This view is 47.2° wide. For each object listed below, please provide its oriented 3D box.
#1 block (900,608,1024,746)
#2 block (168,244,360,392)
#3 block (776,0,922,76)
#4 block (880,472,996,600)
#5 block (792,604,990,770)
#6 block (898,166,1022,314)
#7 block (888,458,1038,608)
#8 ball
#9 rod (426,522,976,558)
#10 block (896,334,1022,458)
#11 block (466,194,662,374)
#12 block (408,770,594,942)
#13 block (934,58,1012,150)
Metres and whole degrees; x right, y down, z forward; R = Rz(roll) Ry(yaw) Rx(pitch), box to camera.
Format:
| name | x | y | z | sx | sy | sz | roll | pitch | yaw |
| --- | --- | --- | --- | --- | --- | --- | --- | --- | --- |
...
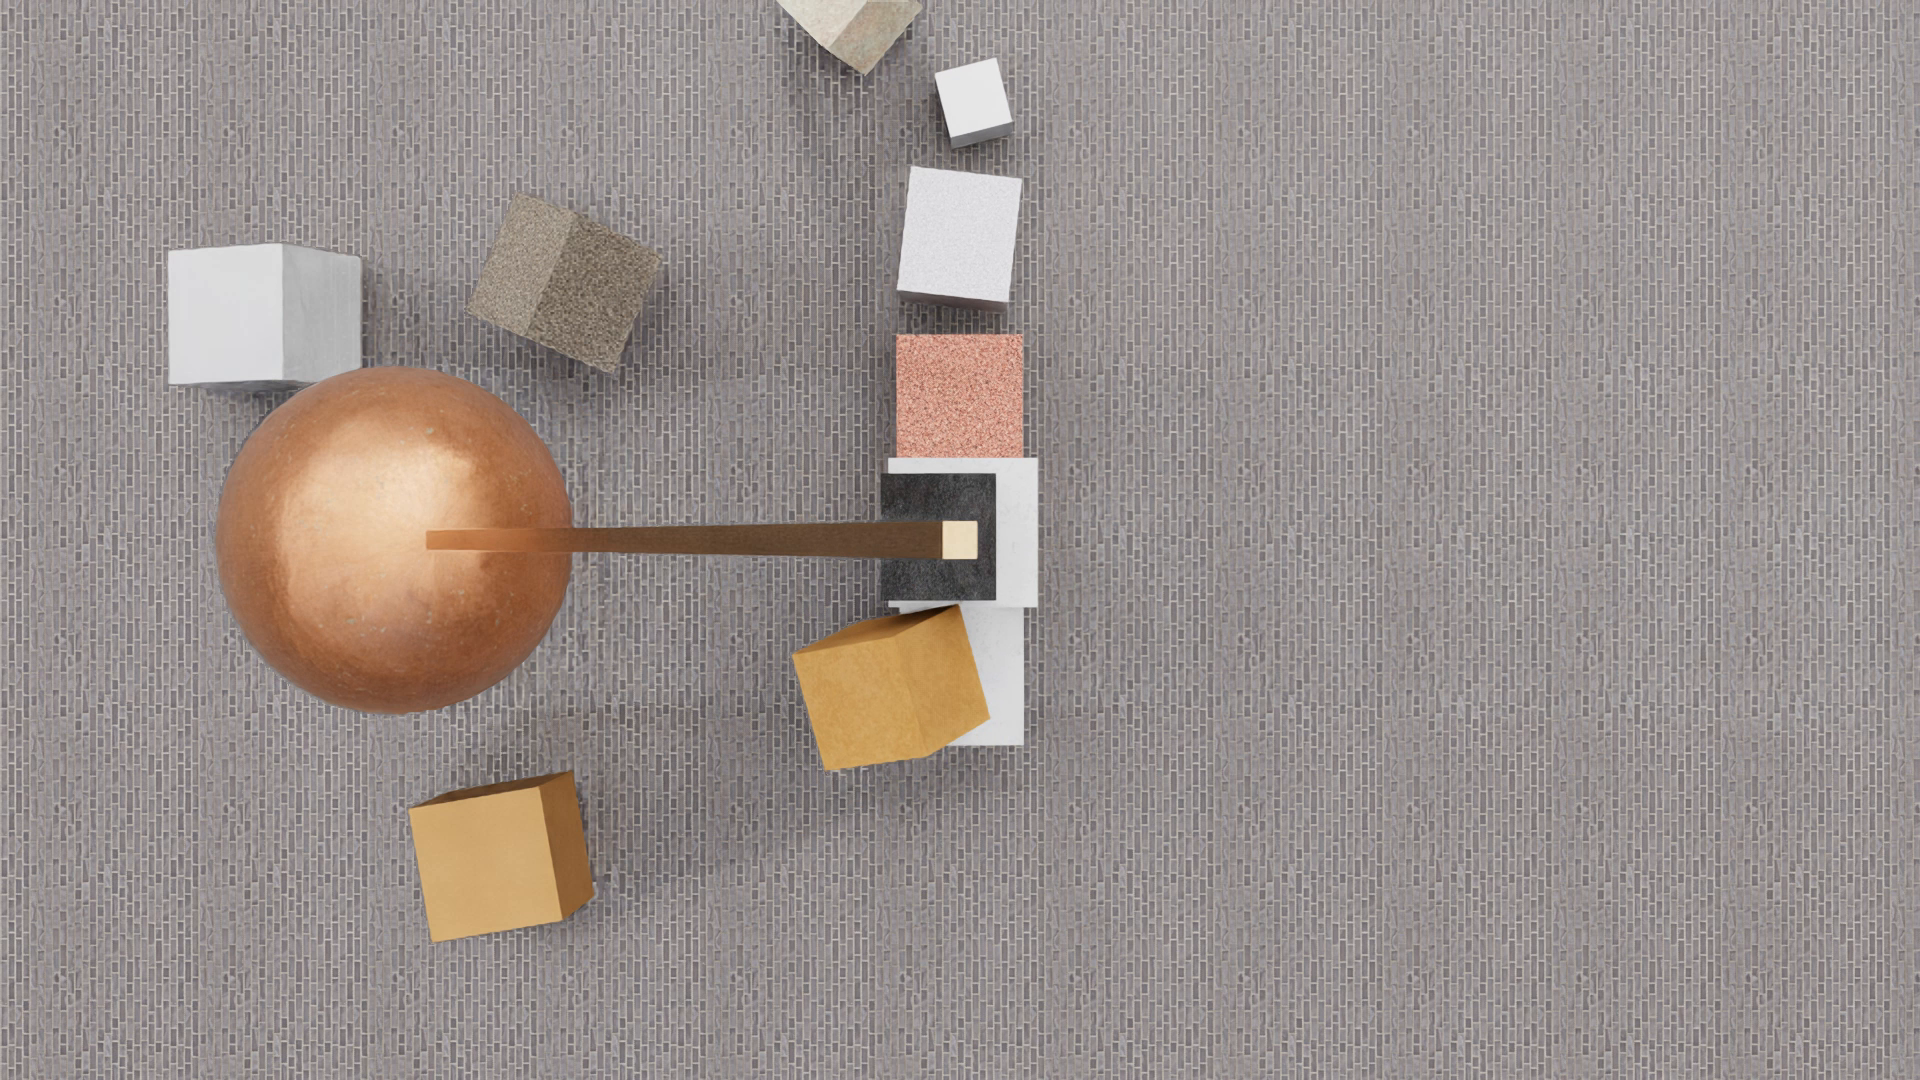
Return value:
| name | x | y | z | sx | sy | sz | roll | pitch | yaw |
| --- | --- | --- | --- | --- | --- | --- | --- | --- | --- |
| block | 0.009 | 0.763 | 12.674 | 0.698 | 0.653 | 0.778 | 0 | 90 | 0 |
| block | -3.958 | -1.255 | 12.538 | 0.792 | 0.670 | 0.748 | 0 | 90 | 23 |
| block | -0.647 | -3.090 | 12.632 | 0.512 | 0.467 | 0.528 | -48 | 66 | 12 |
| block | -0.112 | -0.016 | 11.759 | 0.603 | 0.541 | 0.667 | 0 | 90 | 0 |
| block | -0.365 | 0.795 | 11.879 | 0.676 | 0.666 | 0.654 | -12 | 97 | 33 |
| block | -0.002 | -1.720 | 12.686 | 0.627 | 0.628 | 0.699 | 6 | 90 | 0 |
| block | 0.017 | -0.041 | 12.515 | 0.816 | 0.971 | 0.816 | 0 | 90 | 0 |
| ball | -2.578 | 0.000 | 10.084 | 1.600 | 1.600 | 1.600 | 0 | 90 | 0 |
| rod | -1.117 | 0.000 | 7.014 | 0.080 | 5.200 | 0.080 | 0 | 90 | -25 |
| block | -0.002 | -0.805 | 12.669 | 0.706 | 0.662 | 0.696 | 0 | 90 | 0 |
| block | -2.254 | -1.461 | 12.546 | 0.626 | 0.647 | 0.742 | 24 | 91 | 44 |
| block | -2.607 | 1.796 | 12.583 | 0.746 | 0.790 | 0.753 | -10 | 90 | 4 |
| block | 0.076 | -2.536 | 12.802 | 0.364 | 0.396 | 0.378 | -14 | 90 | 0 |
